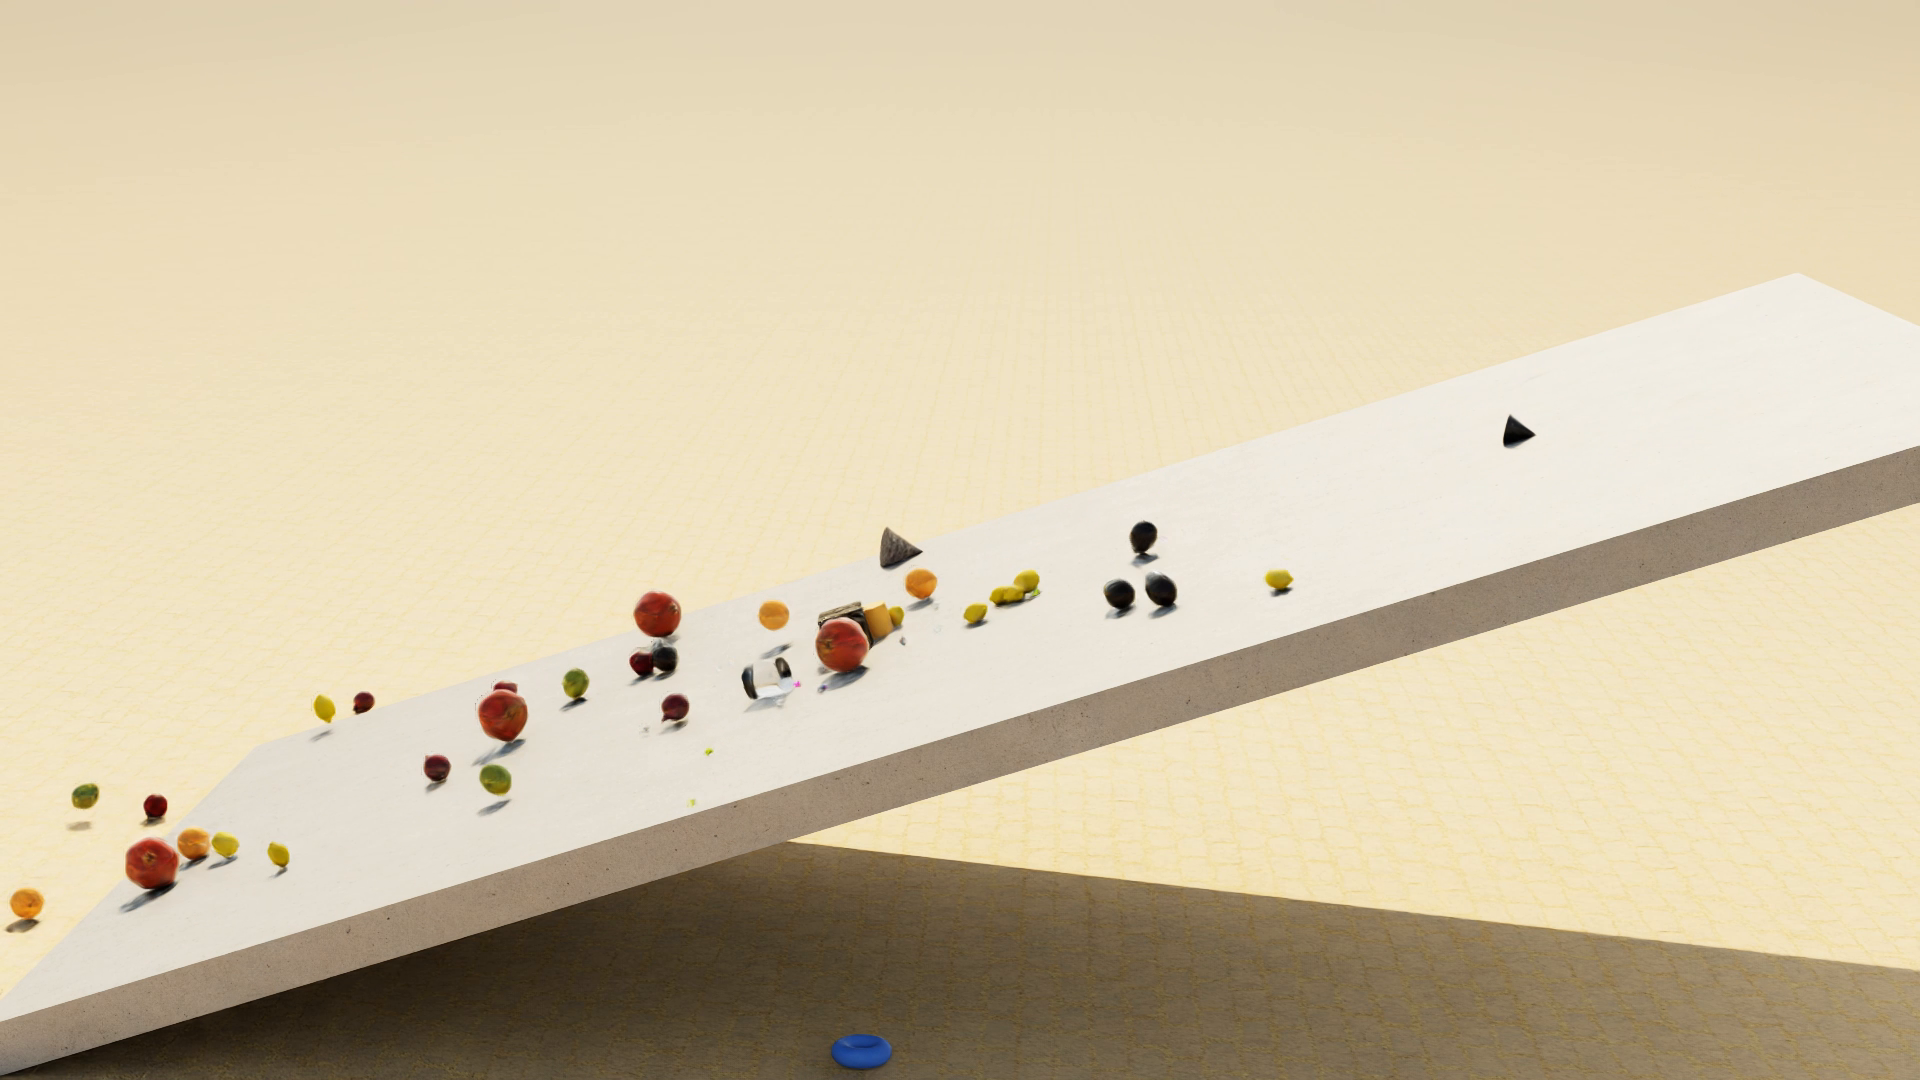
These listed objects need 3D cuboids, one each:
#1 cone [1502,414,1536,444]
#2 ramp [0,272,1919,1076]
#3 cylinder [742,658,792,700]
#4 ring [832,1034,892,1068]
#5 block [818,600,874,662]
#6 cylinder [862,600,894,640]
[{"bbox_3d":[1.194,-0.230,6.249,0.066,0.066,0.066,14,15,15],"label":"cone"},{"bbox_3d":[0.100,0.183,6.312,4.000,0.100,2.000,-17,10,5],"label":"ramp"},{"bbox_3d":[-0.400,0.289,6.116,0.077,0.077,0.077,-15,4,26],"label":"cylinder"},{"bbox_3d":[-0.188,0.975,5.609,0.116,0.039,0.116,1,10,0],"label":"ring"},{"bbox_3d":[-0.245,0.195,6.297,0.092,0.092,0.092,-17,10,3],"label":"block"},{"bbox_3d":[-0.184,0.174,6.380,0.065,0.065,0.065,-17,10,3],"label":"cylinder"}]
